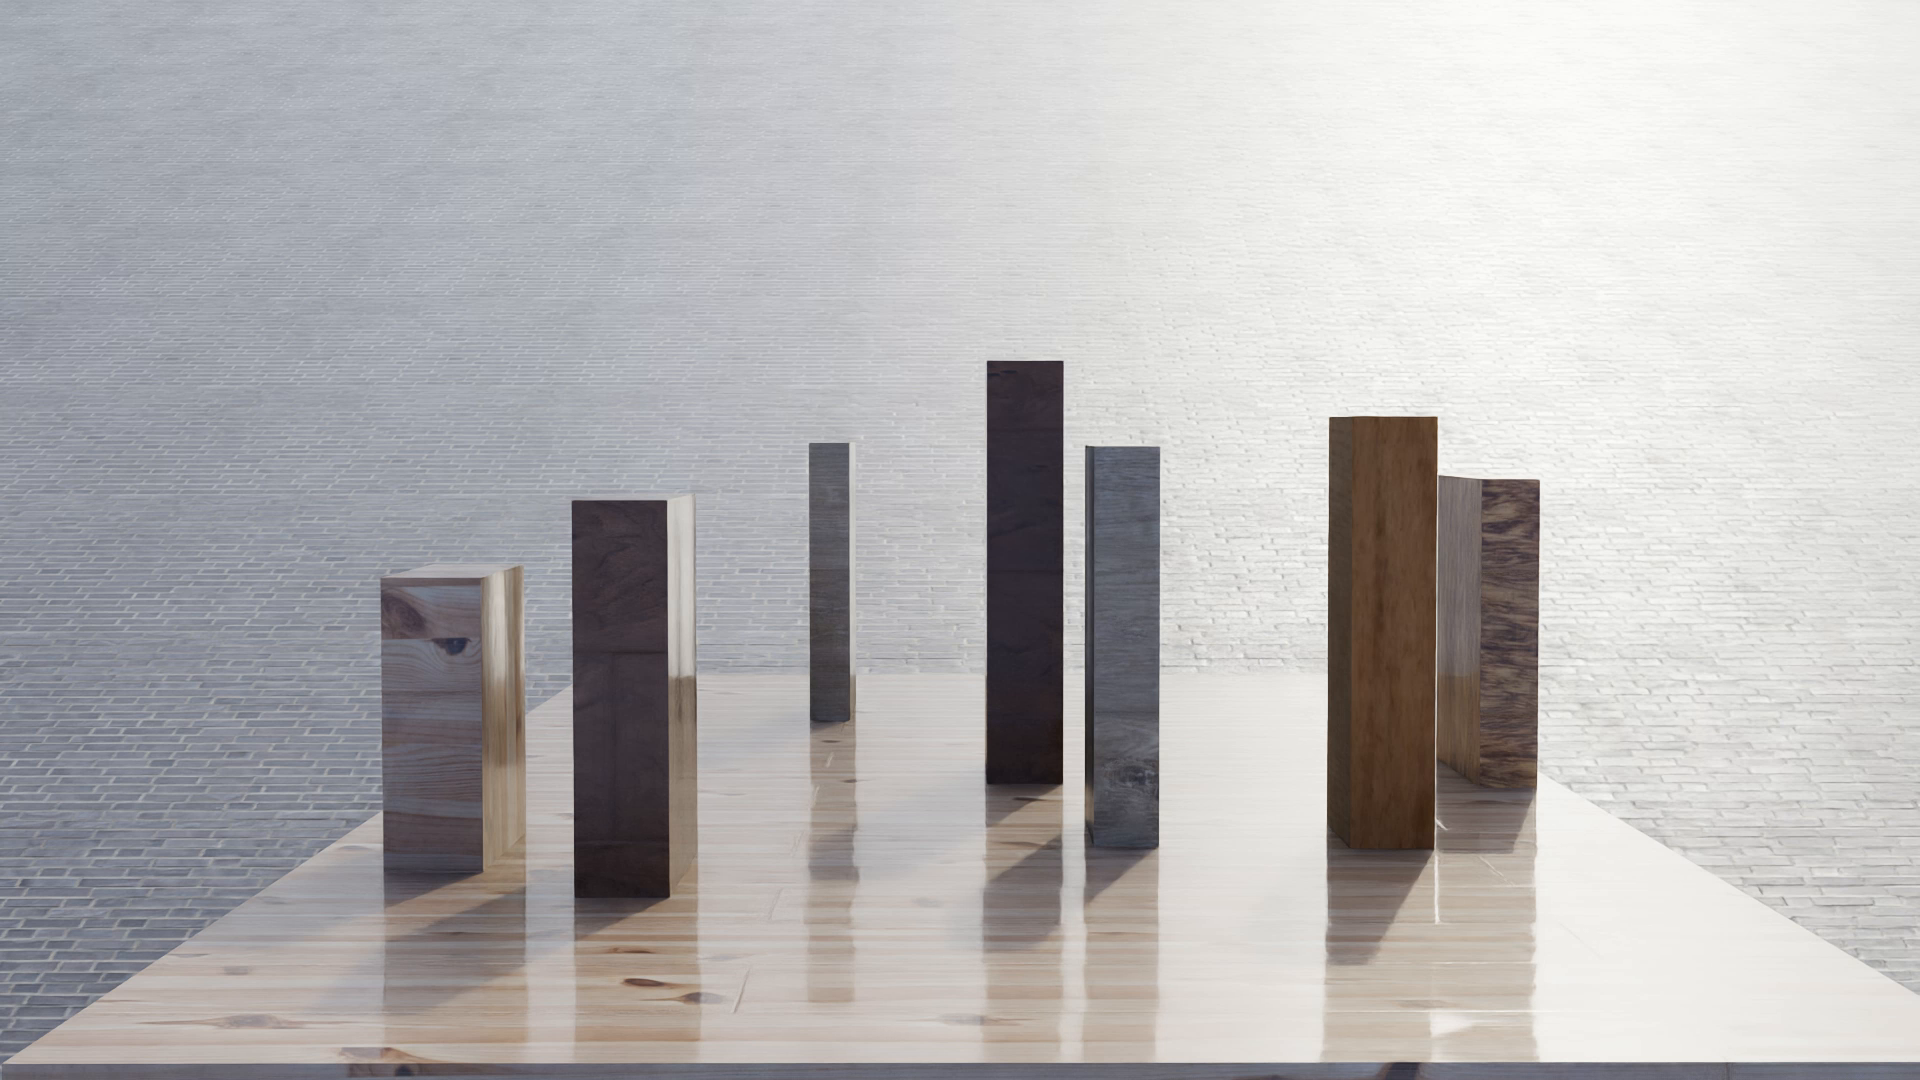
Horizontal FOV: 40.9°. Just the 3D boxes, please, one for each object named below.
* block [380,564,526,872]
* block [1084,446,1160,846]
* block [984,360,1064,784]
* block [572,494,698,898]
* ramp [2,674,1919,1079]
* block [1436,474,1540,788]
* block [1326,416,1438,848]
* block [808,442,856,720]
[{"bbox_3d":[-0.743,0.253,3.800,0.141,0.416,0.363,0,2,0],"label":"block"},{"bbox_3d":[0.249,0.153,3.979,0.098,0.598,0.278,0,2,0],"label":"block"},{"bbox_3d":[0.114,0.051,4.669,0.135,0.743,0.312,0,2,0],"label":"block"},{"bbox_3d":[-0.451,0.204,3.605,0.127,0.530,0.373,0,2,0],"label":"block"},{"bbox_3d":[0.053,0.479,4.537,2.000,0.100,4.000,0,2,0],"label":"ramp"},{"bbox_3d":[0.954,0.154,4.669,0.101,0.537,0.408,0,2,0],"label":"block"},{"bbox_3d":[0.643,0.133,3.934,0.126,0.642,0.243,0,2,0],"label":"block"},{"bbox_3d":[-0.279,0.083,5.664,0.086,0.595,0.325,0,2,0],"label":"block"}]
